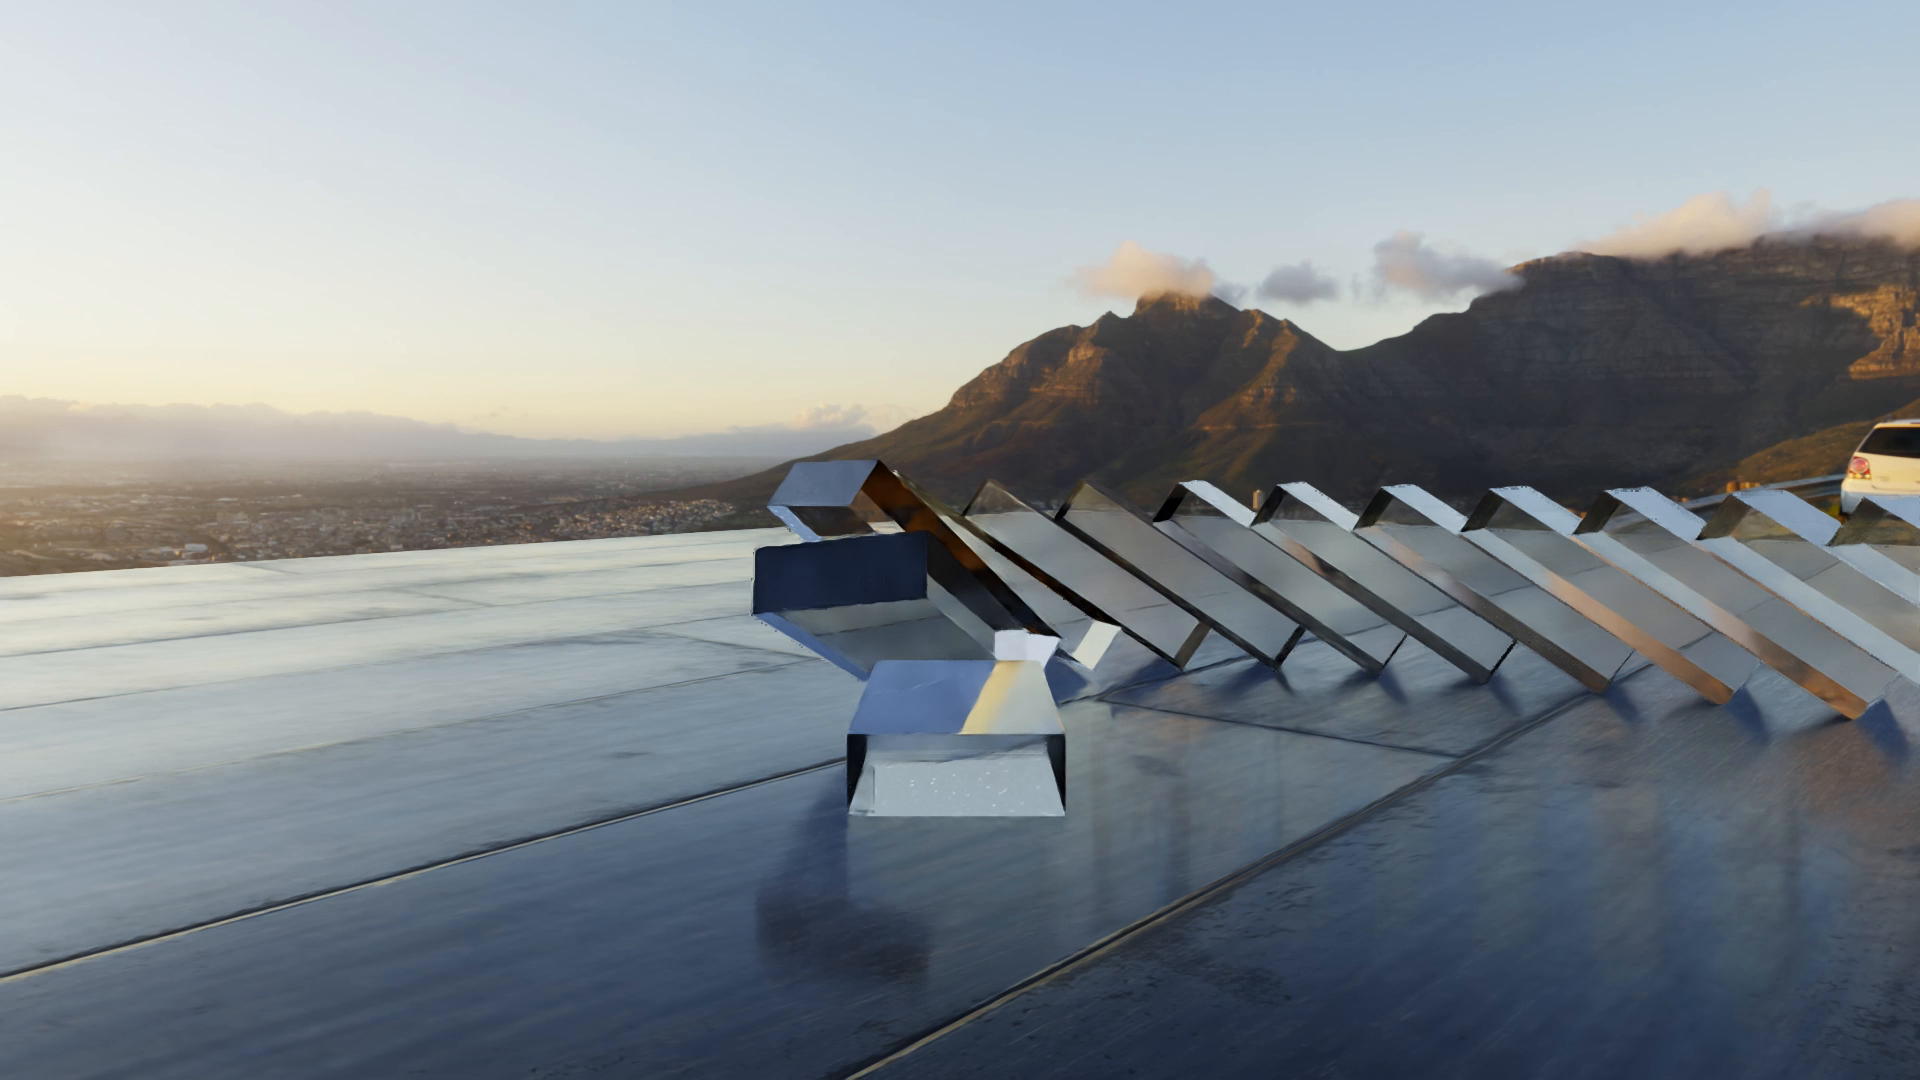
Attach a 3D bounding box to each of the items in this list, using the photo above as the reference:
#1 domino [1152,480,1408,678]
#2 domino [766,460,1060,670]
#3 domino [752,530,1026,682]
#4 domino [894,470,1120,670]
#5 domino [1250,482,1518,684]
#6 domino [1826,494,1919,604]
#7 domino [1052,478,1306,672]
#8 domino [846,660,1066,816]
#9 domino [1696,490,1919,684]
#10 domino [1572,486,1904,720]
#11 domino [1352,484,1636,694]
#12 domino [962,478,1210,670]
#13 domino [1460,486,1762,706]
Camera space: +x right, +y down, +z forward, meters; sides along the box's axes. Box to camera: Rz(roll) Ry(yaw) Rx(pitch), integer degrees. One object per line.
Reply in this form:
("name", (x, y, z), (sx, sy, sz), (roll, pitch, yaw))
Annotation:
("domino", (0.063, 0.006, 0.250), (0.050, 0.009, 0.025), (36, 16, 17))
("domino", (-0.008, 0.006, 0.223), (0.025, 0.009, 0.050), (2, -35, 51))
("domino", (-0.009, 0.012, 0.194), (0.025, 0.009, 0.050), (-6, -21, 17))
("domino", (0.004, 0.005, 0.242), (0.050, 0.010, 0.025), (35, -6, -10))
("domino", (0.081, 0.007, 0.244), (0.050, 0.010, 0.025), (37, 19, 19))
("domino", (0.161, 0.011, 0.192), (0.025, 0.010, 0.050), (-3, 37, -36))
("domino", (0.043, 0.006, 0.252), (0.050, 0.009, 0.025), (34, 9, 9))
("domino", (0.000, 0.025, 0.171), (0.025, 0.010, 0.050), (0, 4, 0))
("domino", (0.148, 0.010, 0.206), (0.025, 0.010, 0.050), (-4, 37, -39))
("domino", (0.133, 0.009, 0.218), (0.025, 0.010, 0.050), (-4, 38, -46))
("domino", (0.100, 0.007, 0.237), (0.050, 0.010, 0.025), (38, 22, 24))
("domino", (0.024, 0.006, 0.251), (0.050, 0.009, 0.025), (34, 5, 2))
("domino", (0.117, 0.008, 0.229), (0.050, 0.009, 0.025), (40, 26, 29))
